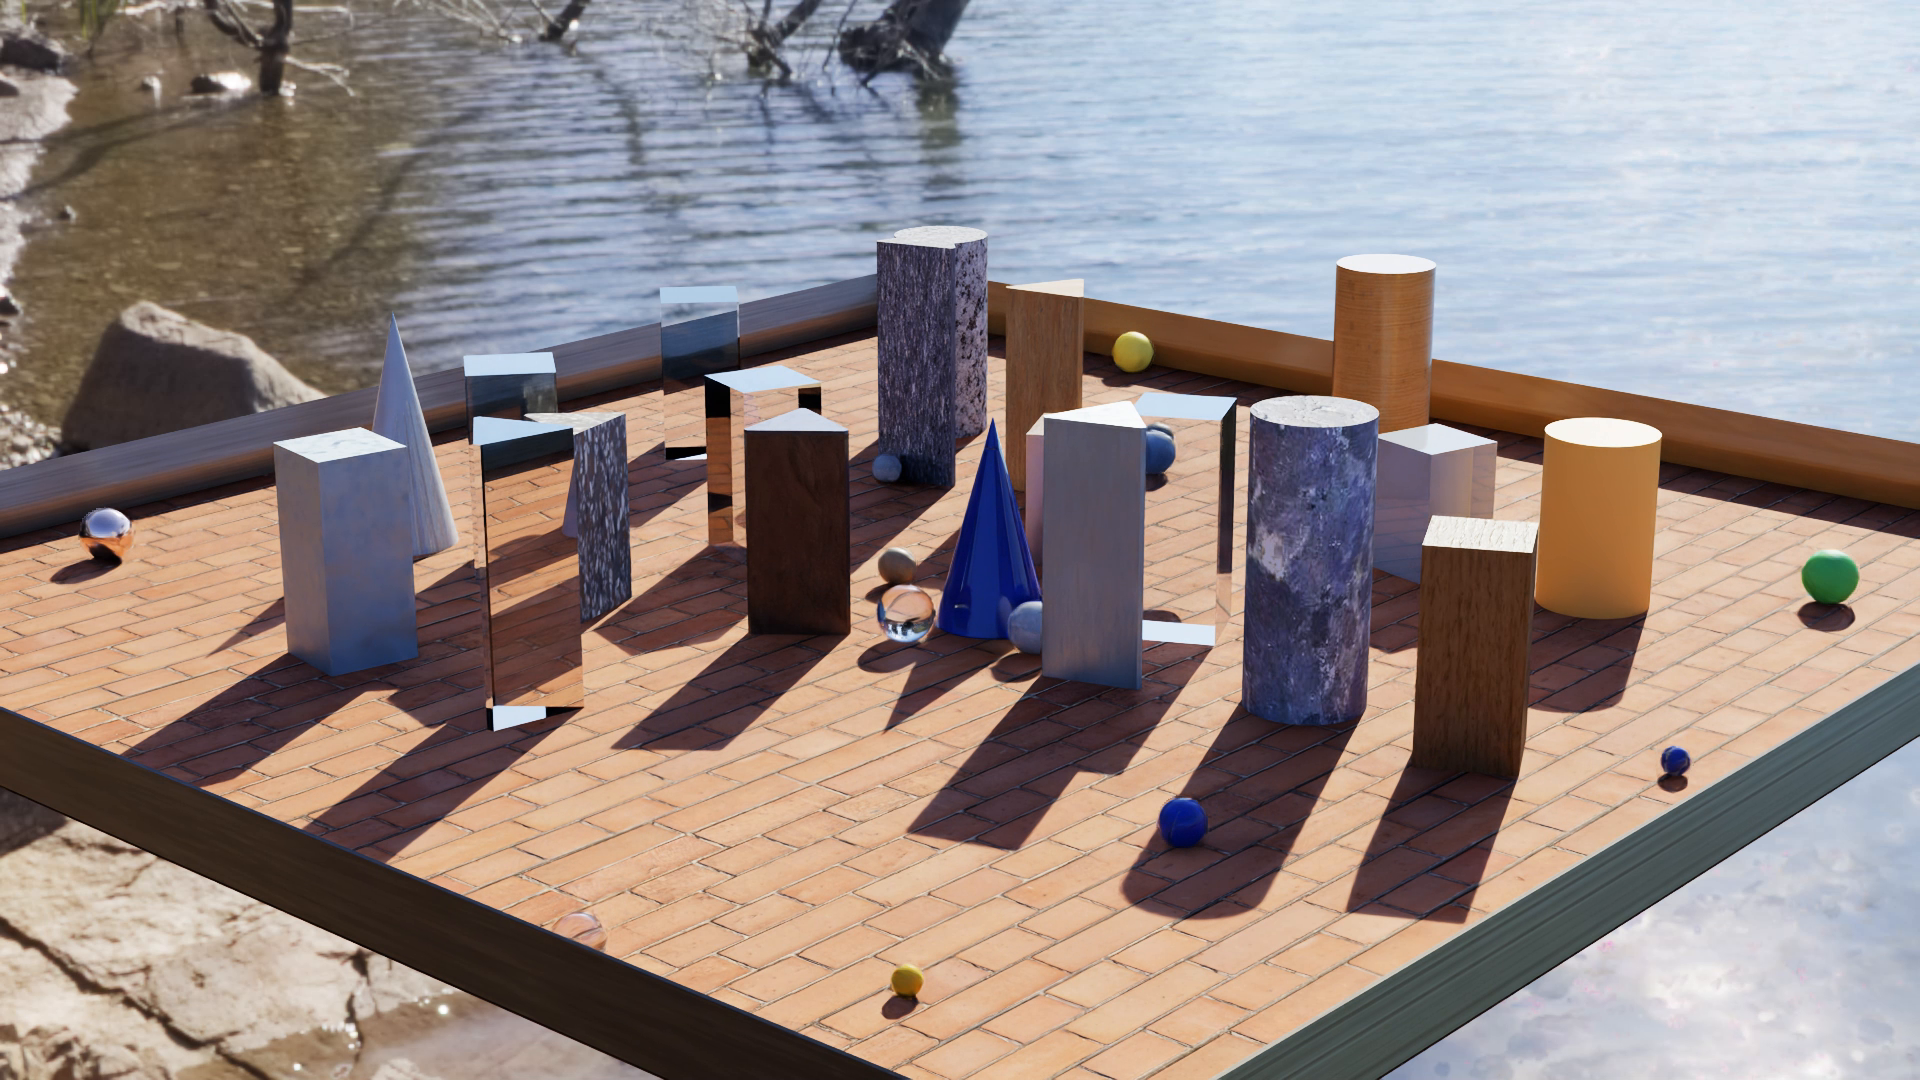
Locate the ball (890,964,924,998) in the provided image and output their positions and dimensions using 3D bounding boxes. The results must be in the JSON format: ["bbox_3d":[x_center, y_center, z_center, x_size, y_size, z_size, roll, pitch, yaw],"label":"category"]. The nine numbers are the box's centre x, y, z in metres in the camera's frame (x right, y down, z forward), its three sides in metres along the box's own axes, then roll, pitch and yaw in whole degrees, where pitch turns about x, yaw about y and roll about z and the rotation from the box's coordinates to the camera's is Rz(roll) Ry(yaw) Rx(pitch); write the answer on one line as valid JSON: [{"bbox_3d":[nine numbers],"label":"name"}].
[{"bbox_3d":[-0.065,0.540,3.590,0.040,0.040,0.040,0,17,0],"label":"ball"}]

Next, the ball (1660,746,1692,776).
[{"bbox_3d":[1.050,0.324,4.300,0.044,0.044,0.044,0,17,0],"label":"ball"}]

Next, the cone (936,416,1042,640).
[{"bbox_3d":[0.055,-0.034,4.939,0.196,0.360,0.196,0,17,0],"label":"cone"}]

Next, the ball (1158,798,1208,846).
[{"bbox_3d":[0.307,0.389,4.042,0.068,0.068,0.068,0,17,0],"label":"ball"}]

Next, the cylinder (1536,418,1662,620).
[{"bbox_3d":[1.098,-0.039,5.051,0.196,0.304,0.196,0,17,0],"label":"cylinder"}]

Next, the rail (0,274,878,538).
[{"bbox_3d":[-1.166,-0.260,6.089,0.045,0.127,3.217,14,22,39],"label":"rail"}]

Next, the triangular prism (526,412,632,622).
[{"bbox_3d":[-0.635,-0.048,5.034,0.147,0.331,0.169,-11,20,-33],"label":"triangular prism"}]

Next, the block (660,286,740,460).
[{"bbox_3d":[-0.533,-0.345,6.026,0.156,0.326,0.156,-2,17,-6],"label":"block"}]

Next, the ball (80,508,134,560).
[{"bbox_3d":[-1.548,-0.010,5.322,0.093,0.093,0.093,0,17,0],"label":"ball"}]

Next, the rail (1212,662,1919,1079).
[{"bbox_3d":[1.166,0.324,4.151,0.045,0.127,3.217,14,22,39],"label":"rail"}]

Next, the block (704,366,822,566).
[{"bbox_3d":[-0.357,-0.137,5.345,0.156,0.322,0.156,-10,19,-30],"label":"block"}]

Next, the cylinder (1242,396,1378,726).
[{"bbox_3d":[0.539,0.030,4.530,0.196,0.473,0.196,0,17,0],"label":"cylinder"}]

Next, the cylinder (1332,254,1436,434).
[{"bbox_3d":[0.842,-0.343,5.855,0.196,0.424,0.196,0,17,0],"label":"cylinder"}]

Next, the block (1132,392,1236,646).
[{"bbox_3d":[0.367,-0.037,4.904,0.156,0.385,0.156,4,17,14],"label":"block"}]

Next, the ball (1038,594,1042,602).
[{"bbox_3d":[0.176,0.115,4.901,0.095,0.095,0.095,0,17,0],"label":"ball"}]

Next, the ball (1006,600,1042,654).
[{"bbox_3d":[0.121,0.144,4.817,0.089,0.089,0.089,0,17,0],"label":"ball"}]

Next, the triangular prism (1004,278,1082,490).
[{"bbox_3d":[0.199,-0.302,5.751,0.169,0.403,0.147,10,20,31],"label":"triangular prism"}]

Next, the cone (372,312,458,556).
[{"bbox_3d":[-1.029,-0.207,5.378,0.196,0.437,0.196,0,17,0],"label":"cone"}]

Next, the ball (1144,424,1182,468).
[{"bbox_3d":[0.404,-0.191,5.932,0.088,0.088,0.088,0,17,0],"label":"ball"}]

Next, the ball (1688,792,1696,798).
[{"bbox_3d":[1.037,0.380,4.078,0.063,0.063,0.063,0,17,0],"label":"ball"}]

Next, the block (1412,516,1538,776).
[{"bbox_3d":[0.763,0.155,4.342,0.156,0.343,0.156,4,17,14],"label":"block"}]

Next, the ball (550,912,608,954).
[{"bbox_3d":[-0.477,0.501,3.663,0.073,0.073,0.073,0,17,0],"label":"ball"}]

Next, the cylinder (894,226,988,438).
[{"bbox_3d":[-0.040,-0.439,6.186,0.196,0.416,0.196,0,17,0],"label":"cylinder"}]

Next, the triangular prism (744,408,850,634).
[{"bbox_3d":[-0.268,-0.033,4.945,0.169,0.354,0.147,0,17,2],"label":"triangular prism"}]

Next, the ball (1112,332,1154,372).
[{"bbox_3d":[0.395,-0.429,6.711,0.093,0.093,0.093,0,17,0],"label":"ball"}]

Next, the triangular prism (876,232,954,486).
[{"bbox_3d":[-0.055,-0.365,5.831,0.169,0.477,0.147,8,19,26],"label":"triangular prism"}]

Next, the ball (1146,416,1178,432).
[{"bbox_3d":[0.419,-0.223,6.069,0.068,0.068,0.068,0,17,0],"label":"ball"}]

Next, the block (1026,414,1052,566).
[{"bbox_3d":[0.212,-0.088,5.317,0.156,0.245,0.156,4,17,13],"label":"block"}]

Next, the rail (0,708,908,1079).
[{"bbox_3d":[-1.039,0.377,3.974,3.135,0.127,0.045,14,22,39],"label":"rail"}]

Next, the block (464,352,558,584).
[{"bbox_3d":[-0.794,-0.129,5.222,0.156,0.379,0.156,-3,17,-10],"label":"block"}]

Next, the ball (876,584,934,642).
[{"bbox_3d":[-0.091,0.122,4.876,0.098,0.098,0.098,0,17,0],"label":"ball"}]

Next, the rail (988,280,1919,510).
[{"bbox_3d":[1.039,-0.314,6.266,3.135,0.127,0.045,14,22,39],"label":"rail"}]

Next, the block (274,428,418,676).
[{"bbox_3d":[-0.999,0.017,4.772,0.156,0.357,0.156,-13,21,-37],"label":"block"}]

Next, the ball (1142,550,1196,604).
[{"bbox_3d":[0.362,0.064,5.073,0.096,0.096,0.096,0,17,0],"label":"ball"}]

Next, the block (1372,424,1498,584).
[{"bbox_3d":[0.843,-0.065,5.246,0.156,0.241,0.156,-11,20,-32],"label":"block"}]

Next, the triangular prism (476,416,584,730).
[{"bbox_3d":[-0.698,0.043,4.523,0.169,0.452,0.147,-13,21,-37],"label":"triangular prism"}]

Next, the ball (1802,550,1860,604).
[{"bbox_3d":[1.506,0.063,5.073,0.096,0.096,0.096,0,17,0],"label":"ball"}]

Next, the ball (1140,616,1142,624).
[{"bbox_3d":[0.255,0.133,4.852,0.091,0.091,0.091,0,17,0],"label":"ball"}]

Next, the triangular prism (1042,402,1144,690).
[{"bbox_3d":[0.239,0.003,4.696,0.169,0.430,0.147,8,18,23],"label":"triangular prism"}]

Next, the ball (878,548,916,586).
[{"bbox_3d":[-0.112,0.047,5.179,0.067,0.067,0.067,0,17,0],"label":"ball"}]

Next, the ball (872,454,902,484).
[{"bbox_3d":[-0.144,-0.142,5.819,0.058,0.058,0.058,0,17,0],"label":"ball"}]
